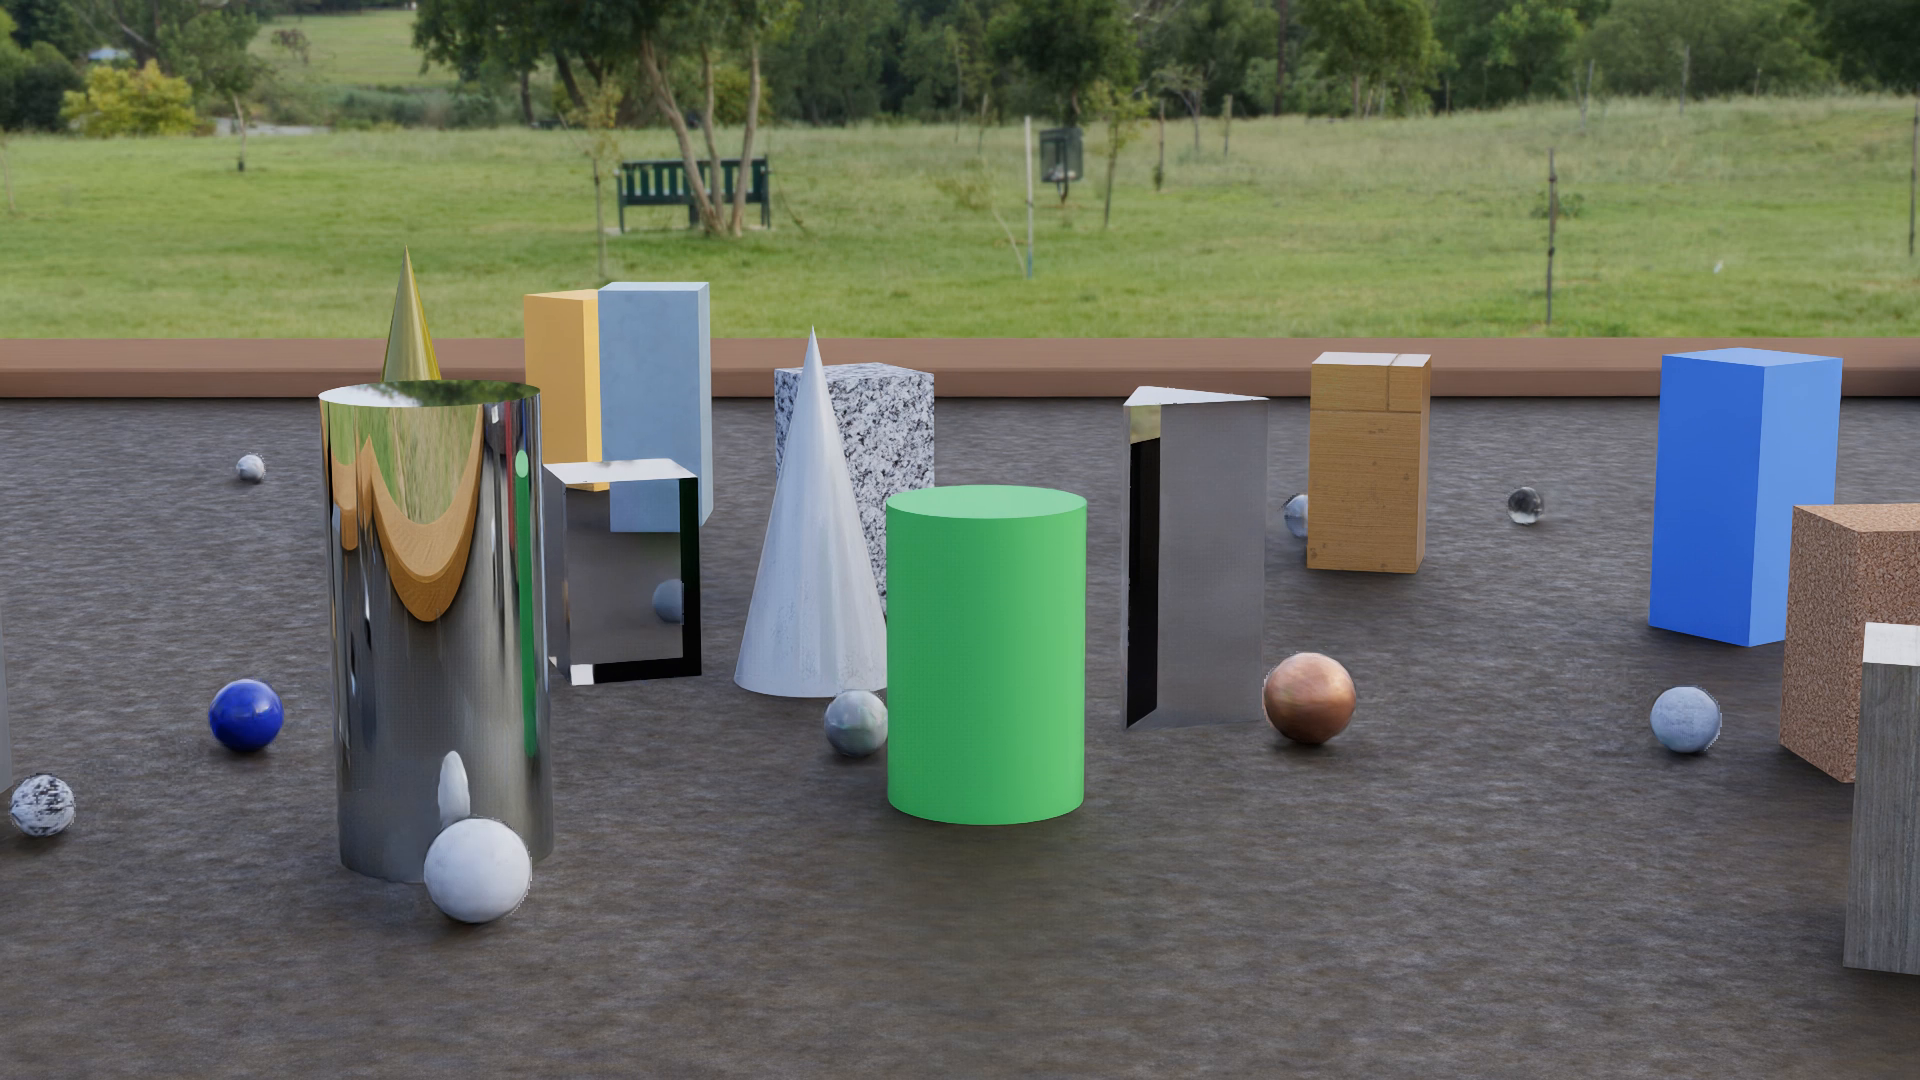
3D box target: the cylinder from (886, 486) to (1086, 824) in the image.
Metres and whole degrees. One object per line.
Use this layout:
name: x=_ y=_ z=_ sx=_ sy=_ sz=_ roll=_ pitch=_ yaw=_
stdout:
cylinder: x=0.026 y=0.110 z=2.562 sx=0.198 sy=0.302 sz=0.198 roll=0 pitch=10 yaw=0

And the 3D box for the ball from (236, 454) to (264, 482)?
ball: x=-1.257 y=-0.127 z=4.545 sx=0.047 sy=0.047 sz=0.047 roll=0 pitch=10 yaw=0

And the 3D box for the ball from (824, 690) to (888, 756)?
ball: x=-0.110 y=0.196 z=2.736 sx=0.071 sy=0.071 sz=0.071 roll=0 pitch=10 yaw=0

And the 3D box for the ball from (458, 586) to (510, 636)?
ball: x=-0.615 y=0.092 z=3.315 sx=0.065 sy=0.065 sz=0.065 roll=0 pitch=10 yaw=0

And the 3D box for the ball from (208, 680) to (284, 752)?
ball: x=-0.766 y=0.188 z=2.755 sx=0.078 sy=0.078 sz=0.078 roll=0 pitch=10 yaw=0

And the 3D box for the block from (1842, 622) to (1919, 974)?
block: x=0.824 y=0.215 z=2.124 sx=0.159 sy=0.256 sz=0.159 roll=4 pitch=11 yaw=20

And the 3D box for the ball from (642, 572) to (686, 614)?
ball: x=-0.396 y=0.071 z=3.444 sx=0.058 sy=0.058 sz=0.058 roll=0 pitch=10 yaw=0

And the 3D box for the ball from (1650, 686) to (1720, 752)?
ball: x=0.777 y=0.192 z=2.751 sx=0.072 sy=0.072 sz=0.072 roll=0 pitch=10 yaw=0

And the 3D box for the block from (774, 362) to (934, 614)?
block: x=-0.143 y=-0.069 z=3.481 sx=0.159 sy=0.320 sz=0.159 roll=-6 pitch=12 yaw=-30

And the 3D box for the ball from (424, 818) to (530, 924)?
ball: x=-0.415 y=0.284 z=2.205 sx=0.090 sy=0.090 sz=0.090 roll=0 pitch=10 yaw=0

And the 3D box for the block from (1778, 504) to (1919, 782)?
block: x=0.978 y=0.105 z=2.699 sx=0.159 sy=0.262 sz=0.159 roll=-1 pitch=11 yaw=-6

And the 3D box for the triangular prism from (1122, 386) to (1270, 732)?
triangular prism: x=0.235 y=0.016 z=2.903 sx=0.172 sy=0.364 sz=0.149 roll=-4 pitch=11 yaw=-20

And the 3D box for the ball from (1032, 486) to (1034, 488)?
ball: x=0.106 y=-0.049 z=4.054 sx=0.072 sy=0.072 sz=0.072 roll=0 pitch=10 yaw=0

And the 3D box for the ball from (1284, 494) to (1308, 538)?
ball: x=0.541 y=-0.038 z=4.005 sx=0.068 sy=0.068 sz=0.068 roll=0 pitch=10 yaw=0

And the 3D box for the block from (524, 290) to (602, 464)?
block: x=-0.660 y=-0.274 z=4.572 sx=0.159 sy=0.326 sz=0.159 roll=9 pitch=14 yaw=40

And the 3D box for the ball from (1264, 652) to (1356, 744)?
ball: x=0.380 y=0.172 z=2.787 sx=0.099 sy=0.099 sz=0.099 roll=0 pitch=10 yaw=0

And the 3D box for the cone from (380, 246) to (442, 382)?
cone: x=-0.867 y=-0.243 z=4.056 sx=0.198 sy=0.453 sz=0.198 roll=0 pitch=10 yaw=0

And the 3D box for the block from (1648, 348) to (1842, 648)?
block: x=1.018 y=-0.060 z=3.329 sx=0.159 sy=0.357 sz=0.159 roll=-7 pitch=13 yaw=-35

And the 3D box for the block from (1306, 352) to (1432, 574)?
block: x=0.605 y=-0.117 z=3.791 sx=0.159 sy=0.302 sz=0.159 roll=3 pitch=11 yaw=14

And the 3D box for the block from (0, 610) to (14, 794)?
block: x=-1.052 y=0.148 z=2.533 sx=0.159 sy=0.238 sz=0.159 roll=0 pitch=10 yaw=1

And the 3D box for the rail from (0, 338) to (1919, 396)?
rail: x=-0.013 y=-0.380 z=5.681 sx=4.380 sy=0.129 sz=0.045 roll=0 pitch=10 yaw=0

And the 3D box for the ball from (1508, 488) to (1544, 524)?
ball: x=0.909 y=-0.055 z=4.122 sx=0.059 sy=0.059 sz=0.059 roll=0 pitch=10 yaw=0

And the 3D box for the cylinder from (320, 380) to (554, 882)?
cylinder: x=-0.482 y=0.079 z=2.374 sx=0.198 sy=0.432 sz=0.198 roll=0 pitch=10 yaw=0

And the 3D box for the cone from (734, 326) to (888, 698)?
cone: x=-0.173 y=-0.044 z=3.053 sx=0.198 sy=0.426 sz=0.198 roll=0 pitch=10 yaw=0

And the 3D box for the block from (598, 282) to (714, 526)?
block: x=-0.490 y=-0.222 z=4.151 sx=0.159 sy=0.377 sz=0.159 roll=0 pitch=10 yaw=1

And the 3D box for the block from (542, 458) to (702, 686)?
block: x=-0.413 y=0.035 z=3.129 sx=0.159 sy=0.243 sz=0.159 roll=-4 pitch=11 yaw=-19

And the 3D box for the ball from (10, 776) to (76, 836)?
ball: x=-0.877 y=0.254 z=2.453 sx=0.058 sy=0.058 sz=0.058 roll=0 pitch=10 yaw=0
